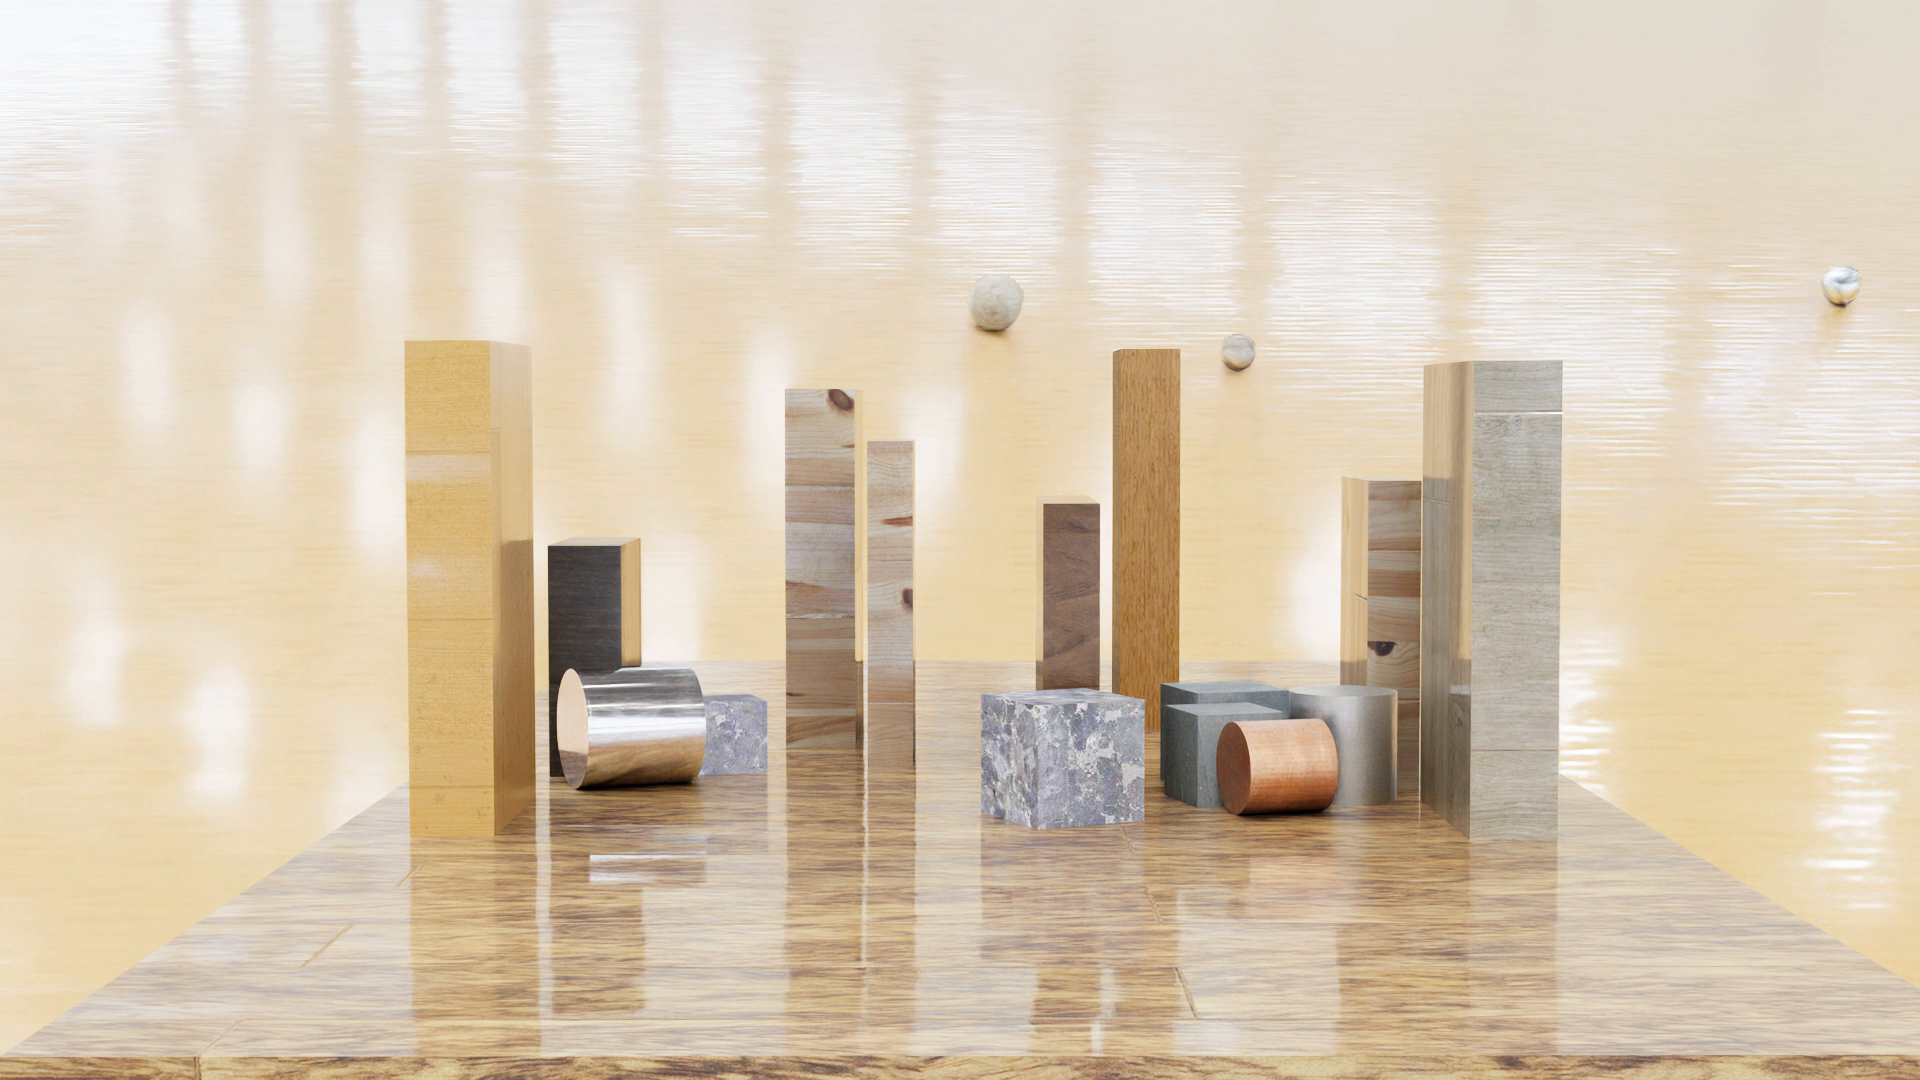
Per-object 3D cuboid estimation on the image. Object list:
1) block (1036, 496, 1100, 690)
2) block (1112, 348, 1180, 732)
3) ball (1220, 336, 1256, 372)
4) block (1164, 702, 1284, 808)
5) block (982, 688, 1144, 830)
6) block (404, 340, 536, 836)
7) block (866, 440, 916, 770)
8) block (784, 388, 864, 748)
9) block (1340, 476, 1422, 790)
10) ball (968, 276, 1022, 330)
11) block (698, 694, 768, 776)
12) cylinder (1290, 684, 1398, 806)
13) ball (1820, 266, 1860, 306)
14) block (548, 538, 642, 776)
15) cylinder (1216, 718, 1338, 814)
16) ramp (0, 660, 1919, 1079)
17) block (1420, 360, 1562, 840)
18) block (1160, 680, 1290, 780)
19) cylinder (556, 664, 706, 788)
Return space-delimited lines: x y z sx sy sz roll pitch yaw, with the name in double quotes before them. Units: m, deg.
"block" 0.179 0.174 4.332 0.092 0.486 0.381 0 3 0
"block" 0.374 -0.005 5.197 0.117 0.755 0.276 0 3 0
"ball" 0.974 -0.653 9.020 0.122 0.122 0.122 0 22 0
"block" 0.430 0.349 4.196 0.149 0.149 0.149 -1 3 -16
"block" 0.159 0.339 4.024 0.188 0.188 0.188 -2 3 -27
"block" -0.759 0.064 4.010 0.126 0.739 0.381 0 3 0
"block" -0.123 0.109 4.672 0.080 0.581 0.285 0 3 0
"block" -0.263 0.043 5.045 0.131 0.675 0.430 0 3 0
"block" 0.722 0.152 4.431 0.089 0.518 0.301 0 3 0
"ball" 0.130 -0.871 9.457 0.201 0.201 0.201 0 22 0
"block" -0.418 0.344 4.557 0.125 0.125 0.125 -1 3 -19
"cylinder" 0.628 0.335 4.217 0.176 0.176 0.176 0 3 0
"ball" 3.343 -0.964 9.765 0.146 0.146 0.146 0 22 0
"block" -0.650 0.203 4.599 0.126 0.402 0.290 0 3 0
"cylinder" 0.500 0.358 4.063 0.146 0.146 0.146 -1 21 -16
"ramp" 0.050 0.457 4.533 2.000 0.100 4.000 0 3 0
"block" 0.817 0.080 3.982 0.130 0.708 0.408 0 3 0
"block" 0.449 0.332 4.367 0.166 0.166 0.166 -1 3 -17
"cylinder" -0.559 0.315 4.361 0.202 0.202 0.202 -1 21 -24
